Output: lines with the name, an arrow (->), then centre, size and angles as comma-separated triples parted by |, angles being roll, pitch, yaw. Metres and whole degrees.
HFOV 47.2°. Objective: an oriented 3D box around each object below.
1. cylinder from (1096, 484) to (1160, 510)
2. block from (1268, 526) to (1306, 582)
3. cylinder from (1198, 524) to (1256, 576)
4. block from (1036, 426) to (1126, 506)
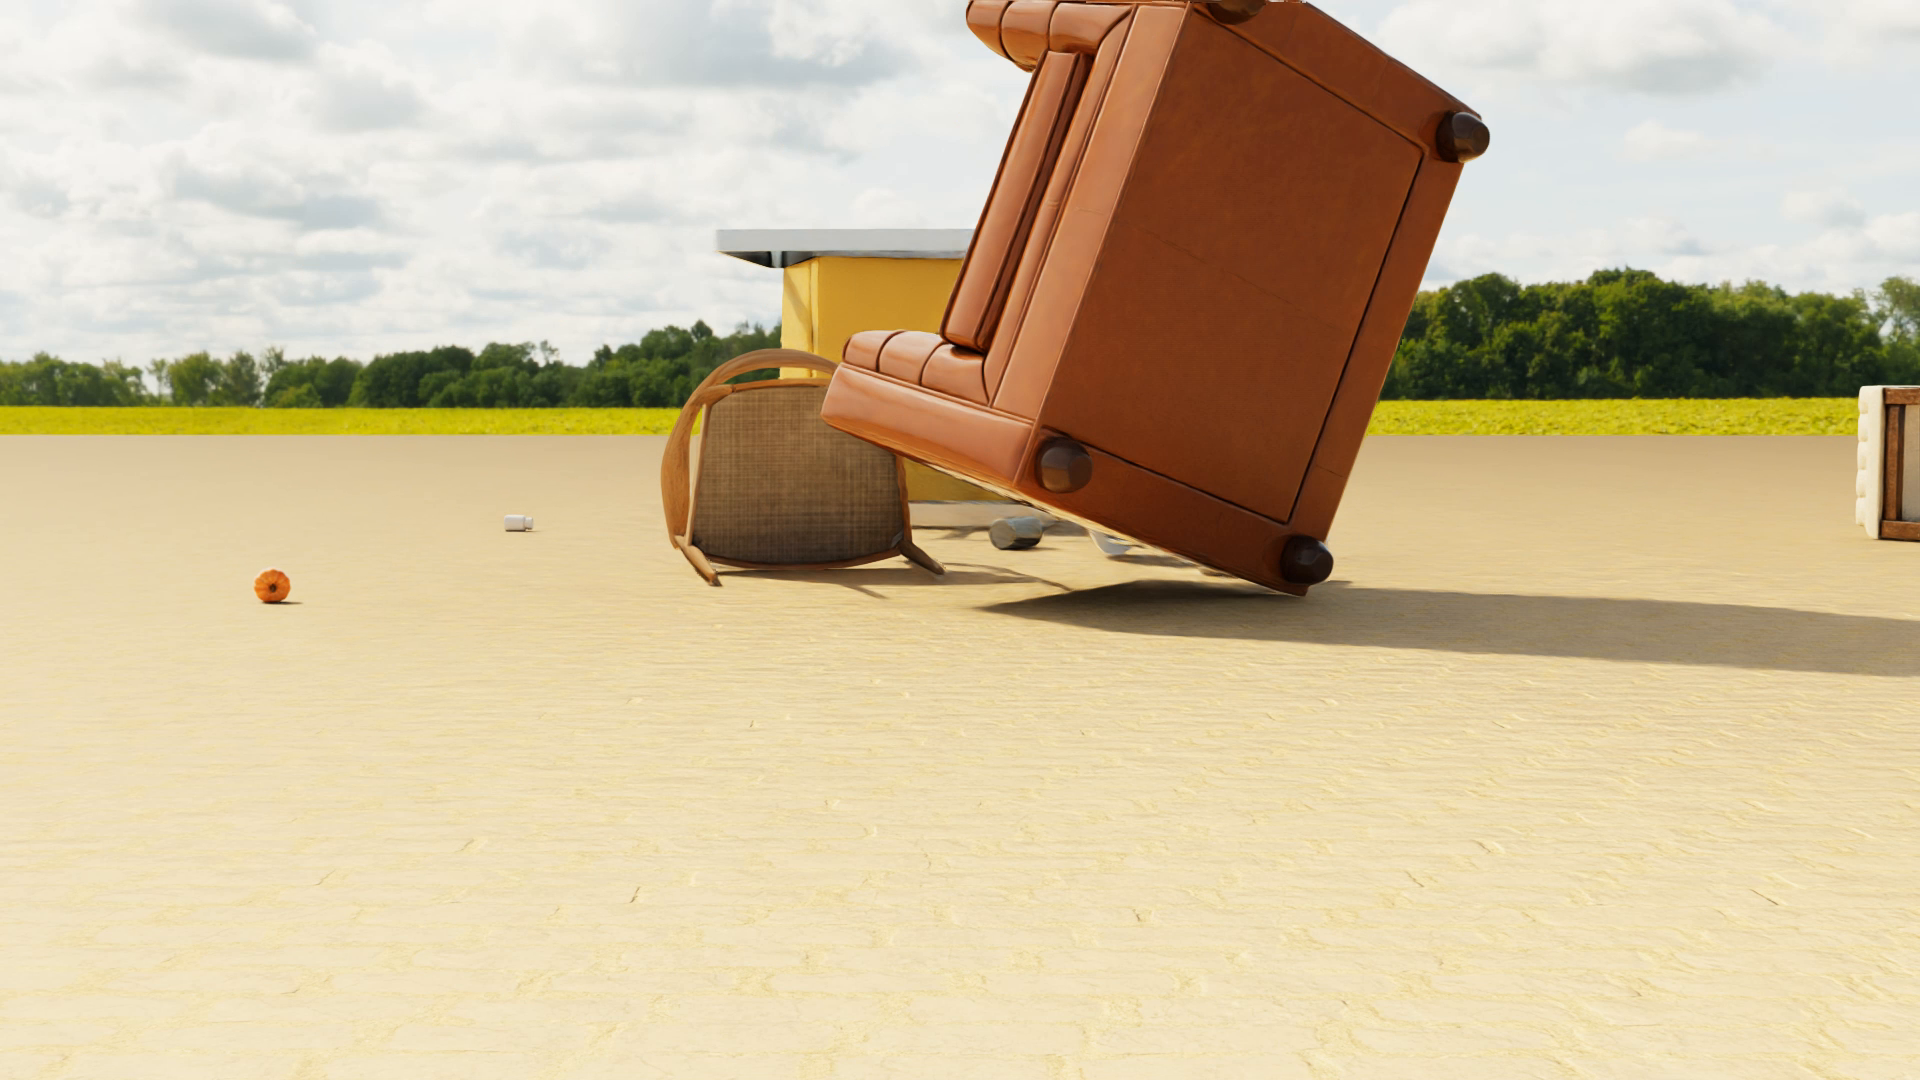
cylinder -> 0.625, -0.158, 8.160 | 0.201, 0.094, 0.145 | 2, 5, 26
block -> 0.770, 0.032, 5.174 | 0.070, 0.124, 0.126 | 1, 4, 17
cylinder -> 0.641, 0.024, 5.293 | 0.099, 0.137, 0.100 | 2, -33, 32
block -> 0.470, -0.291, 8.560 | 0.281, 0.305, 0.205 | 3, 5, 36
